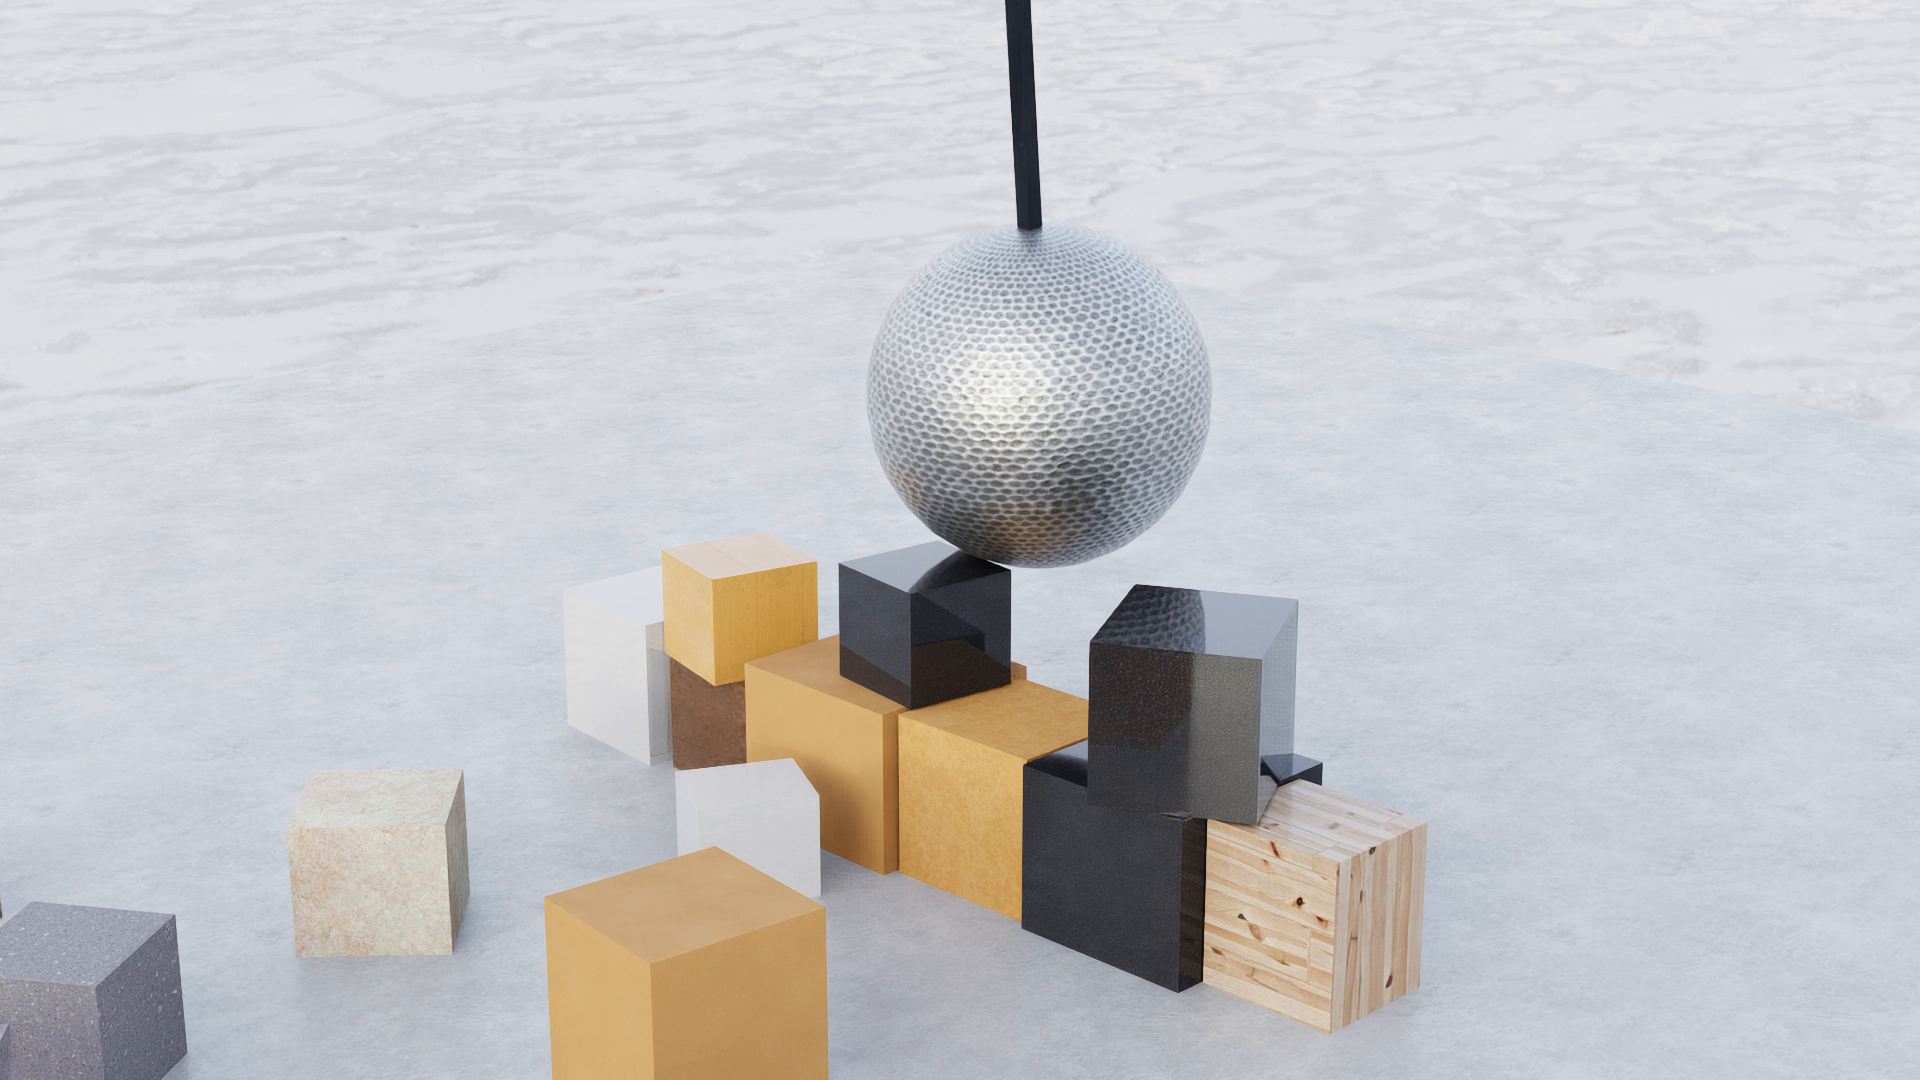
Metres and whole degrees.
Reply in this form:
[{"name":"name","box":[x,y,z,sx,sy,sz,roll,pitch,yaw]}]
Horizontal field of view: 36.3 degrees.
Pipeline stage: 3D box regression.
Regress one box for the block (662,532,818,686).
[{"name":"block","box":[-1.084,0.332,14.449,0.569,0.540,0.560,-10,20,-29]}]

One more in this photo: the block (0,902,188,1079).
[{"name":"block","box":[-3.475,1.850,11.447,0.618,0.607,0.662,4,18,11]}]

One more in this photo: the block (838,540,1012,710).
[{"name":"block","box":[-0.163,0.385,13.572,0.572,0.553,0.567,-13,21,-35]}]

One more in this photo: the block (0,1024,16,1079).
[{"name":"block","box":[-3.716,2.195,10.152,0.720,0.724,0.794,-1,17,-4]}]

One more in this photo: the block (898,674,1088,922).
[{"name":"block","box":[0.263,1.163,13.350,0.794,0.776,0.736,16,24,42]}]

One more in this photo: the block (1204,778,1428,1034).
[{"name":"block","box":[1.481,1.518,12.258,0.607,0.753,0.676,-17,24,-42]}]

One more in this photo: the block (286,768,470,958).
[{"name":"block","box":[-2.538,1.409,12.860,0.667,0.601,0.650,-1,17,-2]}]

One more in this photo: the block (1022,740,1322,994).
[{"name":"block","box":[0.921,1.337,12.800,0.907,0.775,0.933,17,24,42]}]

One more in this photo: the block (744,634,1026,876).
[{"name":"block","box":[-0.352,0.964,13.966,0.926,0.787,0.962,-16,24,-42]}]

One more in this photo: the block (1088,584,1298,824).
[{"name":"block","box":[0.990,0.680,12.395,0.719,0.721,0.795,5,18,16]}]

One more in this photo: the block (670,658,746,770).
[{"name":"block","box":[-0.932,0.871,14.604,0.698,0.581,0.738,-16,23,-41]}]

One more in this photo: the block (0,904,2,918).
[{"name":"block","box":[-4.684,1.393,12.832,0.574,0.649,0.676,13,22,36]}]

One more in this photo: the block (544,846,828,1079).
[{"name":"block","box":[-1.057,1.773,11.359,0.792,0.806,0.755,-13,22,-36]}]

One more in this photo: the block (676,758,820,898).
[{"name":"block","box":[-0.963,1.331,13.292,0.551,0.491,0.474,-5,18,-17]}]

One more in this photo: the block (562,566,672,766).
[{"name":"block","box":[-1.518,0.622,15.124,0.739,0.745,0.749,-14,22,-38]}]

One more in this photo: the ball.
[{"name":"ball","box":[0.364,-0.667,13.513,1.600,1.600,1.600,0,17,0]}]

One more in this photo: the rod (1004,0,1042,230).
[{"name":"rod","box":[0.158,-3.837,12.301,0.080,5.200,0.080,17,29,42]}]
